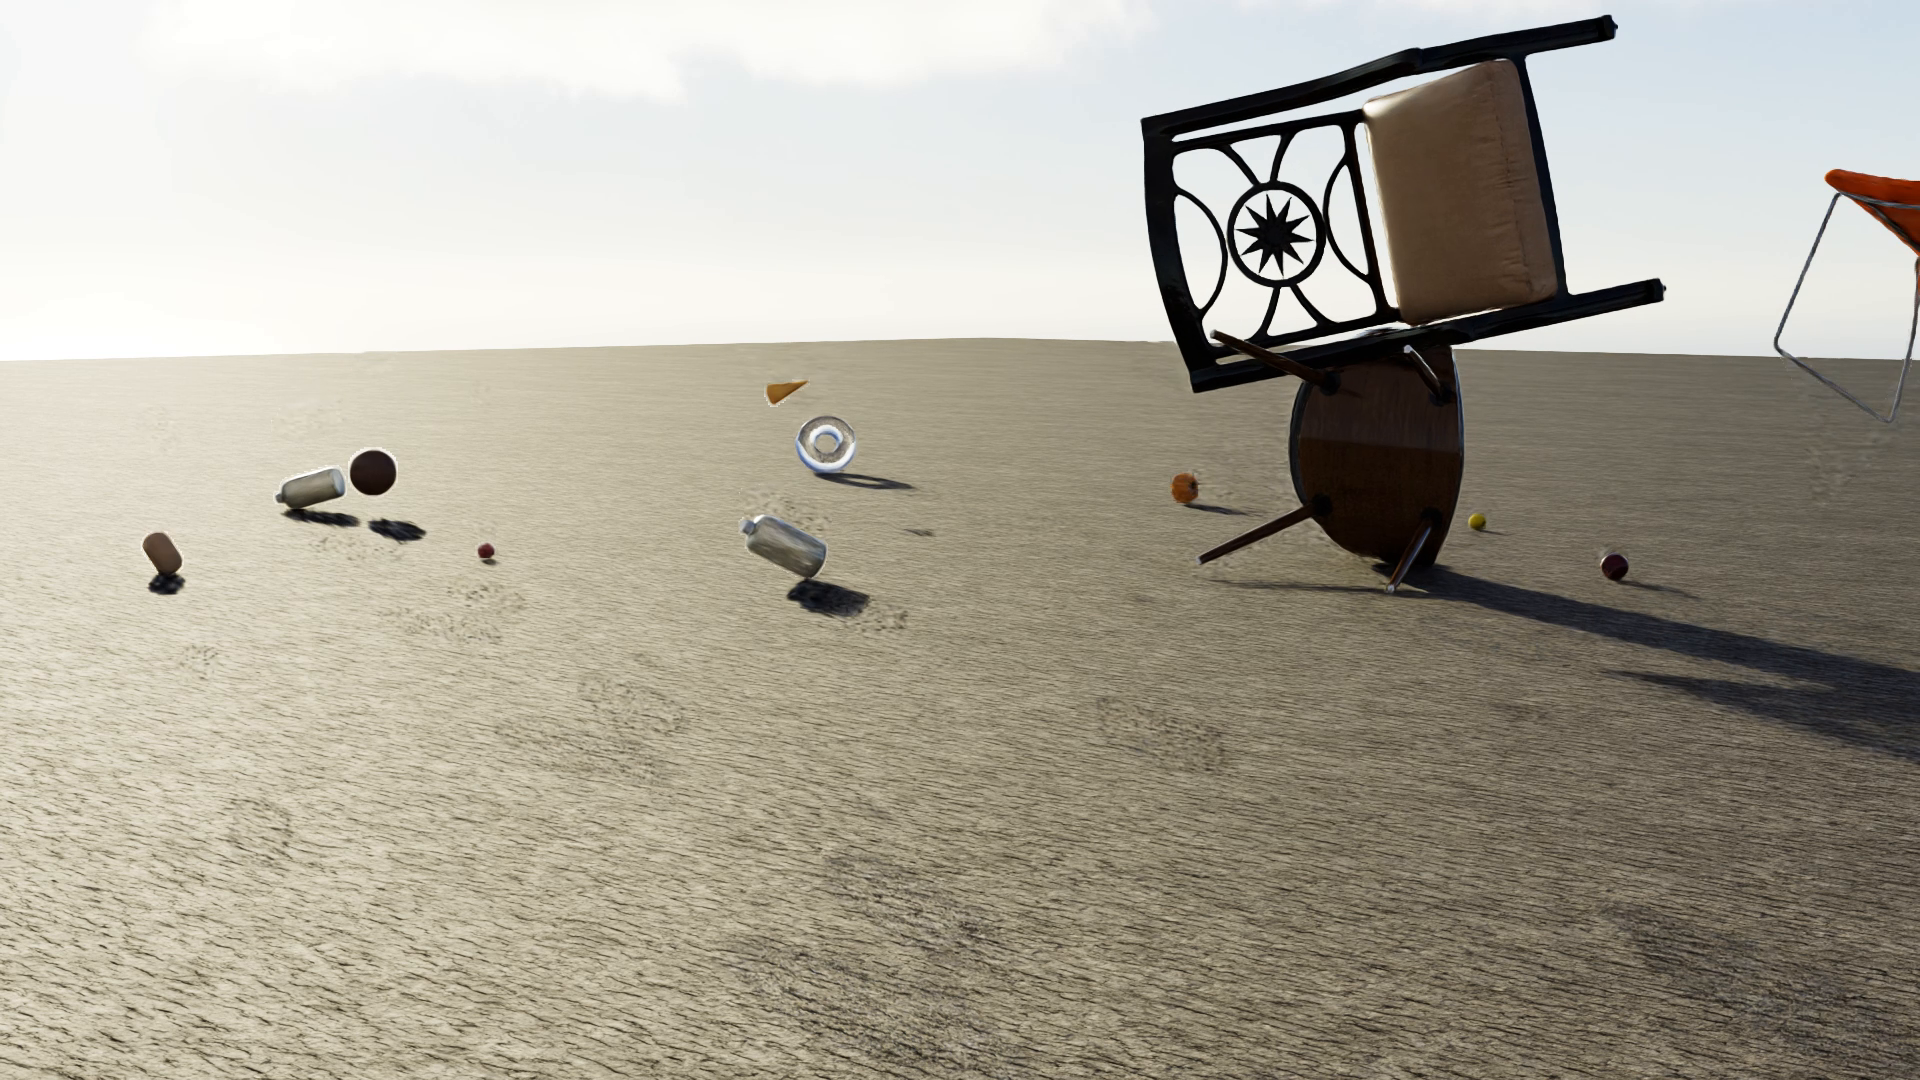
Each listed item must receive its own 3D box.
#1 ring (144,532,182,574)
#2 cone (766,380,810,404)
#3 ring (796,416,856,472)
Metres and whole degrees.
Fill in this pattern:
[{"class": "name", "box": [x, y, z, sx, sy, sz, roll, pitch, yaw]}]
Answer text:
[{"class": "ring", "box": [-1.766, 0.030, 5.682, 0.056, 0.097, 0.101, -34, -11, -19]}, {"class": "cone", "box": [-0.517, -0.464, 7.812, 0.134, 0.067, 0.065, -18, -26, 16]}, {"class": "ring", "box": [-0.450, -0.322, 8.643, 0.207, 0.213, 0.049, 19, -24, 2]}]
